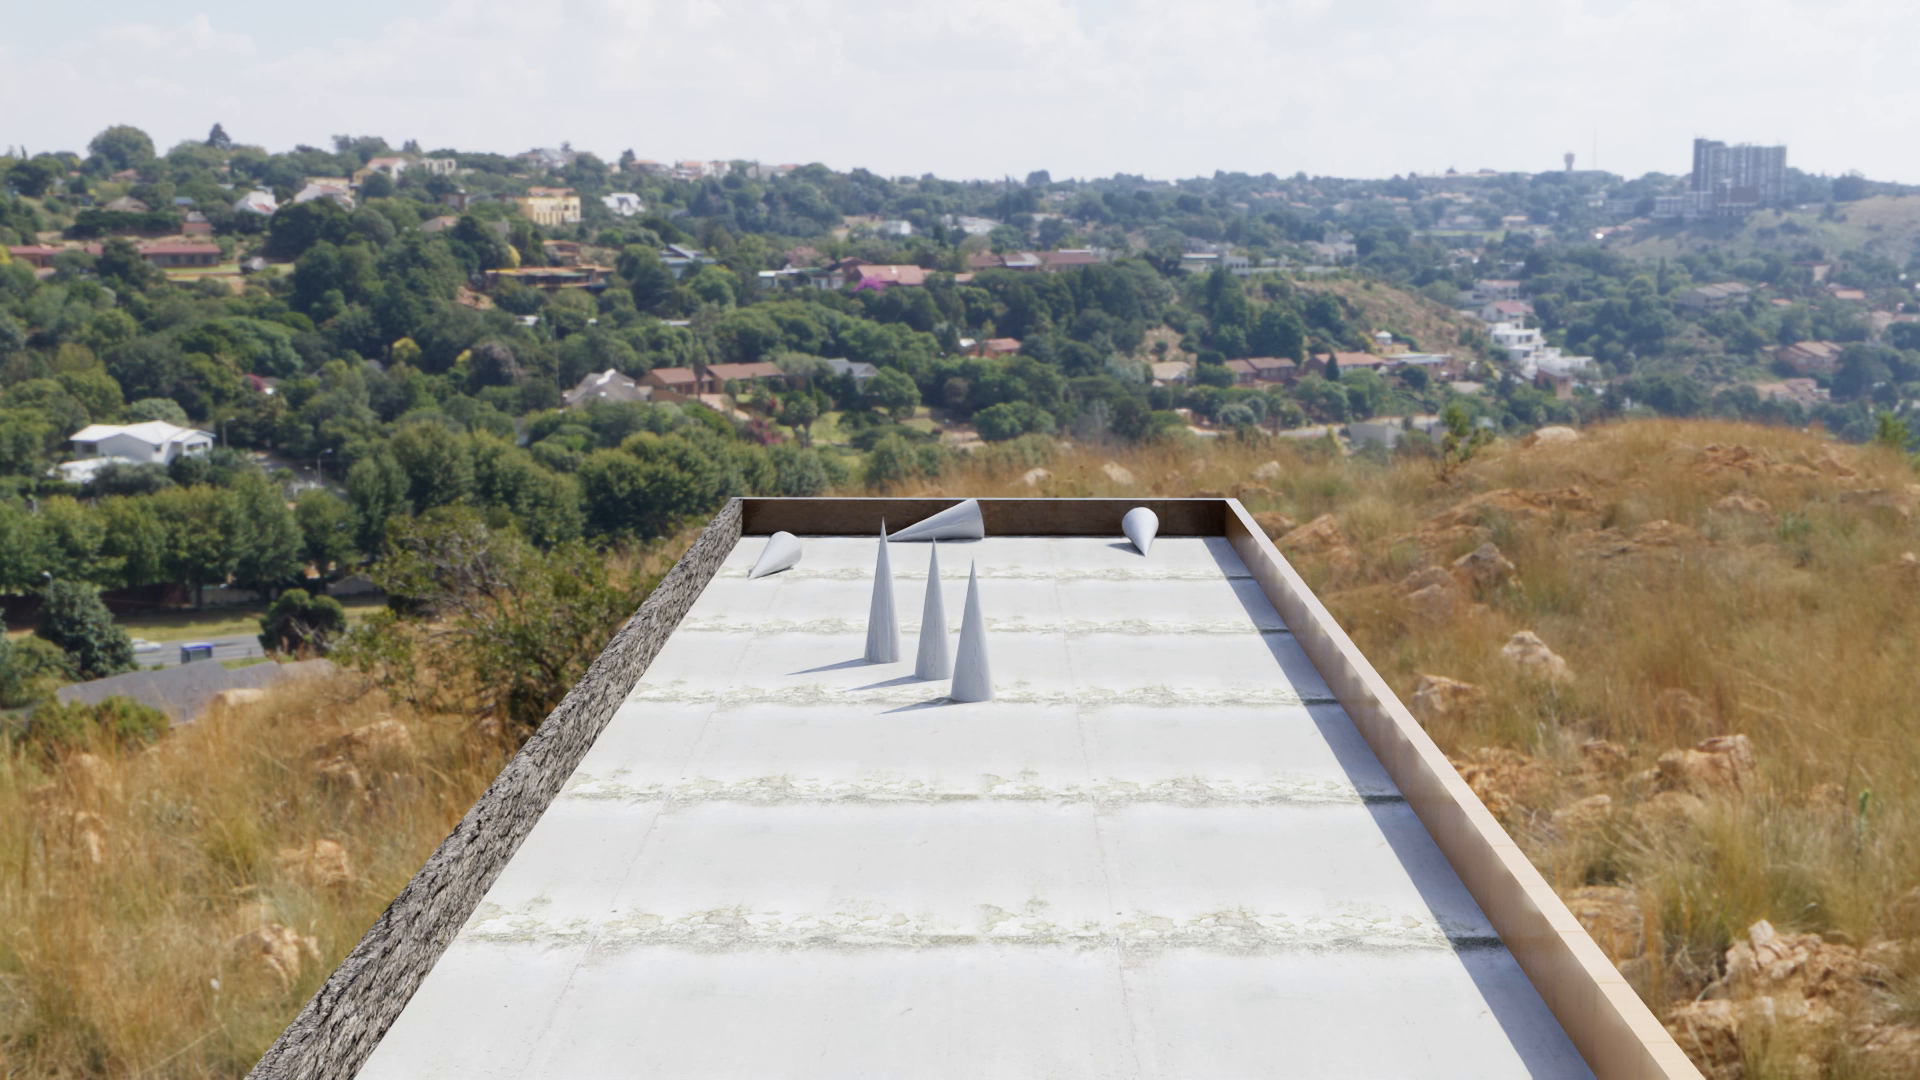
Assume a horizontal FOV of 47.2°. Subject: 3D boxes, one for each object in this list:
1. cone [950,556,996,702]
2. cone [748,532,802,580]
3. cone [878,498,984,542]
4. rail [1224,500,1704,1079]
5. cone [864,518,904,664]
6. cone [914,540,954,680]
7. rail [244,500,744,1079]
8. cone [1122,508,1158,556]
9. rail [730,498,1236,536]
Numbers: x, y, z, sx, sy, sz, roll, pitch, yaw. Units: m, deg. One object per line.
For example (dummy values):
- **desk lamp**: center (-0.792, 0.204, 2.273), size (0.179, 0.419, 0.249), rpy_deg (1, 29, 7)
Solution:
- **cone**: center (0.037, 0.244, 6.184), size (0.132, 0.403, 0.132), rpy_deg (0, 9, 0)
- **cone**: center (-0.722, 0.093, 8.201), size (0.143, 0.143, 0.329), rpy_deg (4, 22, 21)
- **cone**: center (-0.138, -0.040, 8.992), size (0.441, 0.172, 0.172), rpy_deg (-13, 12, -12)
- **rail**: center (1.046, 0.843, 3.208), size (0.050, 0.150, 12.000), rpy_deg (0, 9, 1)
- **cone**: center (-0.232, 0.146, 6.681), size (0.126, 0.439, 0.126), rpy_deg (0, 9, 0)
- **cone**: center (-0.075, 0.192, 6.448), size (0.120, 0.423, 0.120), rpy_deg (0, 9, 0)
- **rail**: center (-1.004, 0.839, 3.234), size (0.050, 0.150, 12.000), rpy_deg (0, 9, 1)
- **cone**: center (0.729, 0.003, 8.755), size (0.148, 0.148, 0.378), rpy_deg (0, 20, 1)
- **rail**: center (0.099, -0.098, 9.147), size (2.100, 0.150, 0.050), rpy_deg (0, 9, 1)
